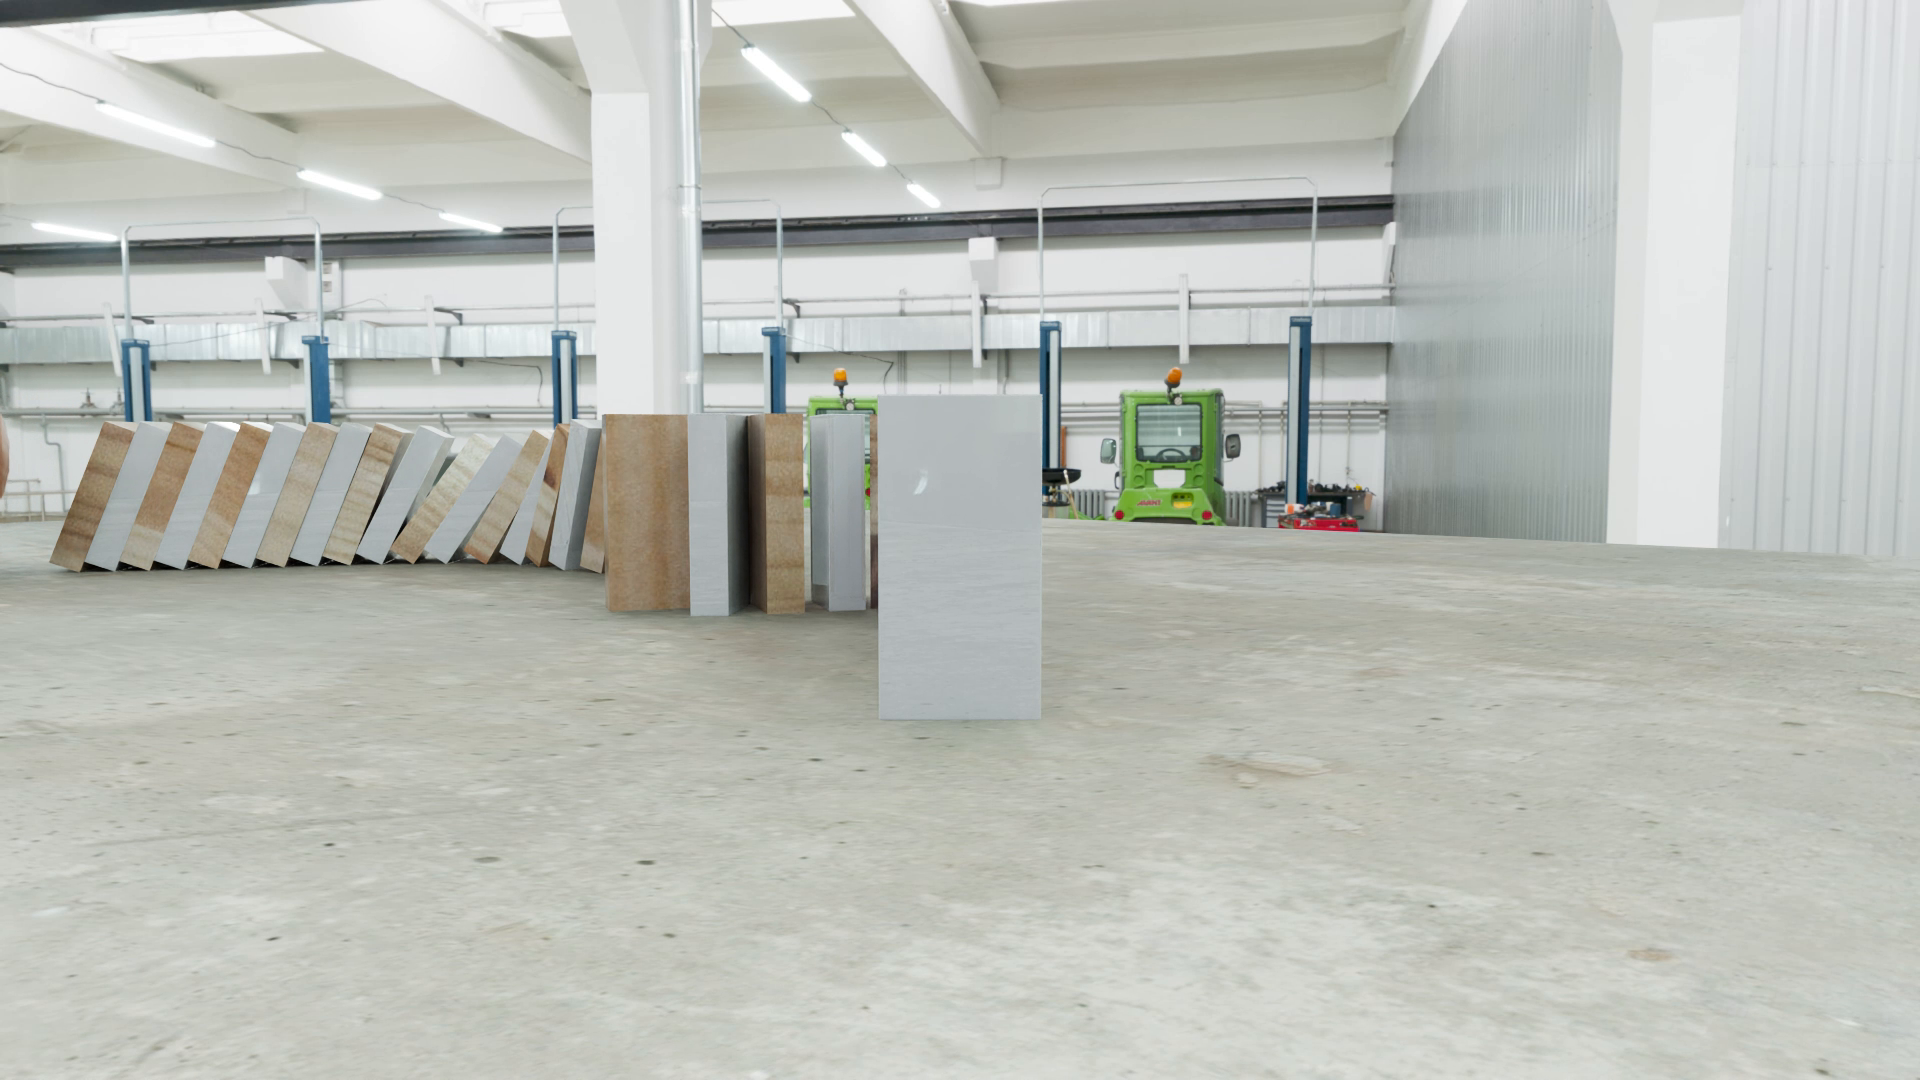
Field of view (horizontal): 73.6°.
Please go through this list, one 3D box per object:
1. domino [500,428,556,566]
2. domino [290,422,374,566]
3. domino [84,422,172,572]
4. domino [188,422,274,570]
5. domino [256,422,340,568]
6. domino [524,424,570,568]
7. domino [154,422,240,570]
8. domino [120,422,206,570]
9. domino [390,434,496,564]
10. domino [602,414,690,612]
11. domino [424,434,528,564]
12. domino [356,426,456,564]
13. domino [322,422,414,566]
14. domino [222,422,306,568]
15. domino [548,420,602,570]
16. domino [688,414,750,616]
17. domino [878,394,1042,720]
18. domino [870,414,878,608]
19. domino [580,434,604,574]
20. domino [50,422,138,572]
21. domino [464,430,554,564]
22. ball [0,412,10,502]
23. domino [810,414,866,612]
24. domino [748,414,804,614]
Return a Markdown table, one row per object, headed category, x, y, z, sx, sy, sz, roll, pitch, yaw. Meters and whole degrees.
| category | x | y | z | sx | sy | sz | roll | pitch | yaw |
| --- | --- | --- | --- | --- | --- | --- | --- | --- | --- |
| domino | -0.144 | -0.016 | 0.458 | 0.009 | 0.050 | 0.025 | 30 | 11 | 11 |
| domino | -0.222 | -0.017 | 0.457 | 0.010 | 0.050 | 0.025 | 21 | -1 | -14 |
| domino | -0.280 | -0.015 | 0.439 | 0.010 | 0.050 | 0.025 | 21 | -1 | -14 |
| domino | -0.251 | -0.016 | 0.447 | 0.009 | 0.050 | 0.025 | 21 | -1 | -14 |
| domino | -0.231 | -0.016 | 0.454 | 0.009 | 0.050 | 0.025 | 21 | -1 | -14 |
| domino | -0.132 | -0.016 | 0.446 | 0.009 | 0.050 | 0.025 | 33 | 23 | 32 |
| domino | -0.261 | -0.016 | 0.444 | 0.009 | 0.050 | 0.025 | 21 | -1 | -14 |
| domino | -0.270 | -0.016 | 0.442 | 0.009 | 0.050 | 0.025 | 21 | -1 | -14 |
| domino | -0.186 | -0.016 | 0.467 | 0.009 | 0.050 | 0.025 | 36 | -4 | -13 |
| domino | -0.079 | -0.007 | 0.333 | 0.025 | 0.050 | 0.009 | -2 | 5 | -21 |
| domino | -0.172 | -0.016 | 0.466 | 0.009 | 0.050 | 0.025 | 35 | 1 | -7 |
| domino | -0.200 | -0.017 | 0.464 | 0.009 | 0.050 | 0.025 | 26 | -2 | -14 |
| domino | -0.212 | -0.017 | 0.461 | 0.009 | 0.050 | 0.025 | 22 | -1 | -14 |
| domino | -0.241 | -0.016 | 0.450 | 0.009 | 0.050 | 0.025 | 21 | -1 | -14 |
| domino | -0.123 | -0.015 | 0.437 | 0.009 | 0.050 | 0.025 | 25 | 18 | 35 |
| domino | -0.061 | -0.007 | 0.328 | 0.009 | 0.050 | 0.025 | 0 | 4 | 3 |
| domino | 0.000 | 0.002 | 0.201 | 0.025 | 0.050 | 0.009 | 0 | 4 | 0 |
| domino | -0.017 | -0.008 | 0.342 | 0.009 | 0.050 | 0.025 | 0 | 4 | 6 |
| domino | -0.111 | -0.015 | 0.430 | 0.009 | 0.050 | 0.025 | 17 | 11 | 25 |
| domino | -0.290 | -0.015 | 0.437 | 0.010 | 0.050 | 0.025 | 21 | -1 | -14 |
| domino | -0.158 | -0.016 | 0.463 | 0.009 | 0.050 | 0.025 | 32 | 5 | 1 |
| ball | -0.325 | -0.025 | 0.371 | 0.080 | 0.080 | 0.080 | 0 | 4 | 0 |
| domino | -0.032 | -0.008 | 0.337 | 0.009 | 0.050 | 0.025 | -1 | 4 | -17 |
| domino | -0.048 | -0.007 | 0.332 | 0.009 | 0.050 | 0.025 | -1 | 5 | -19 |
